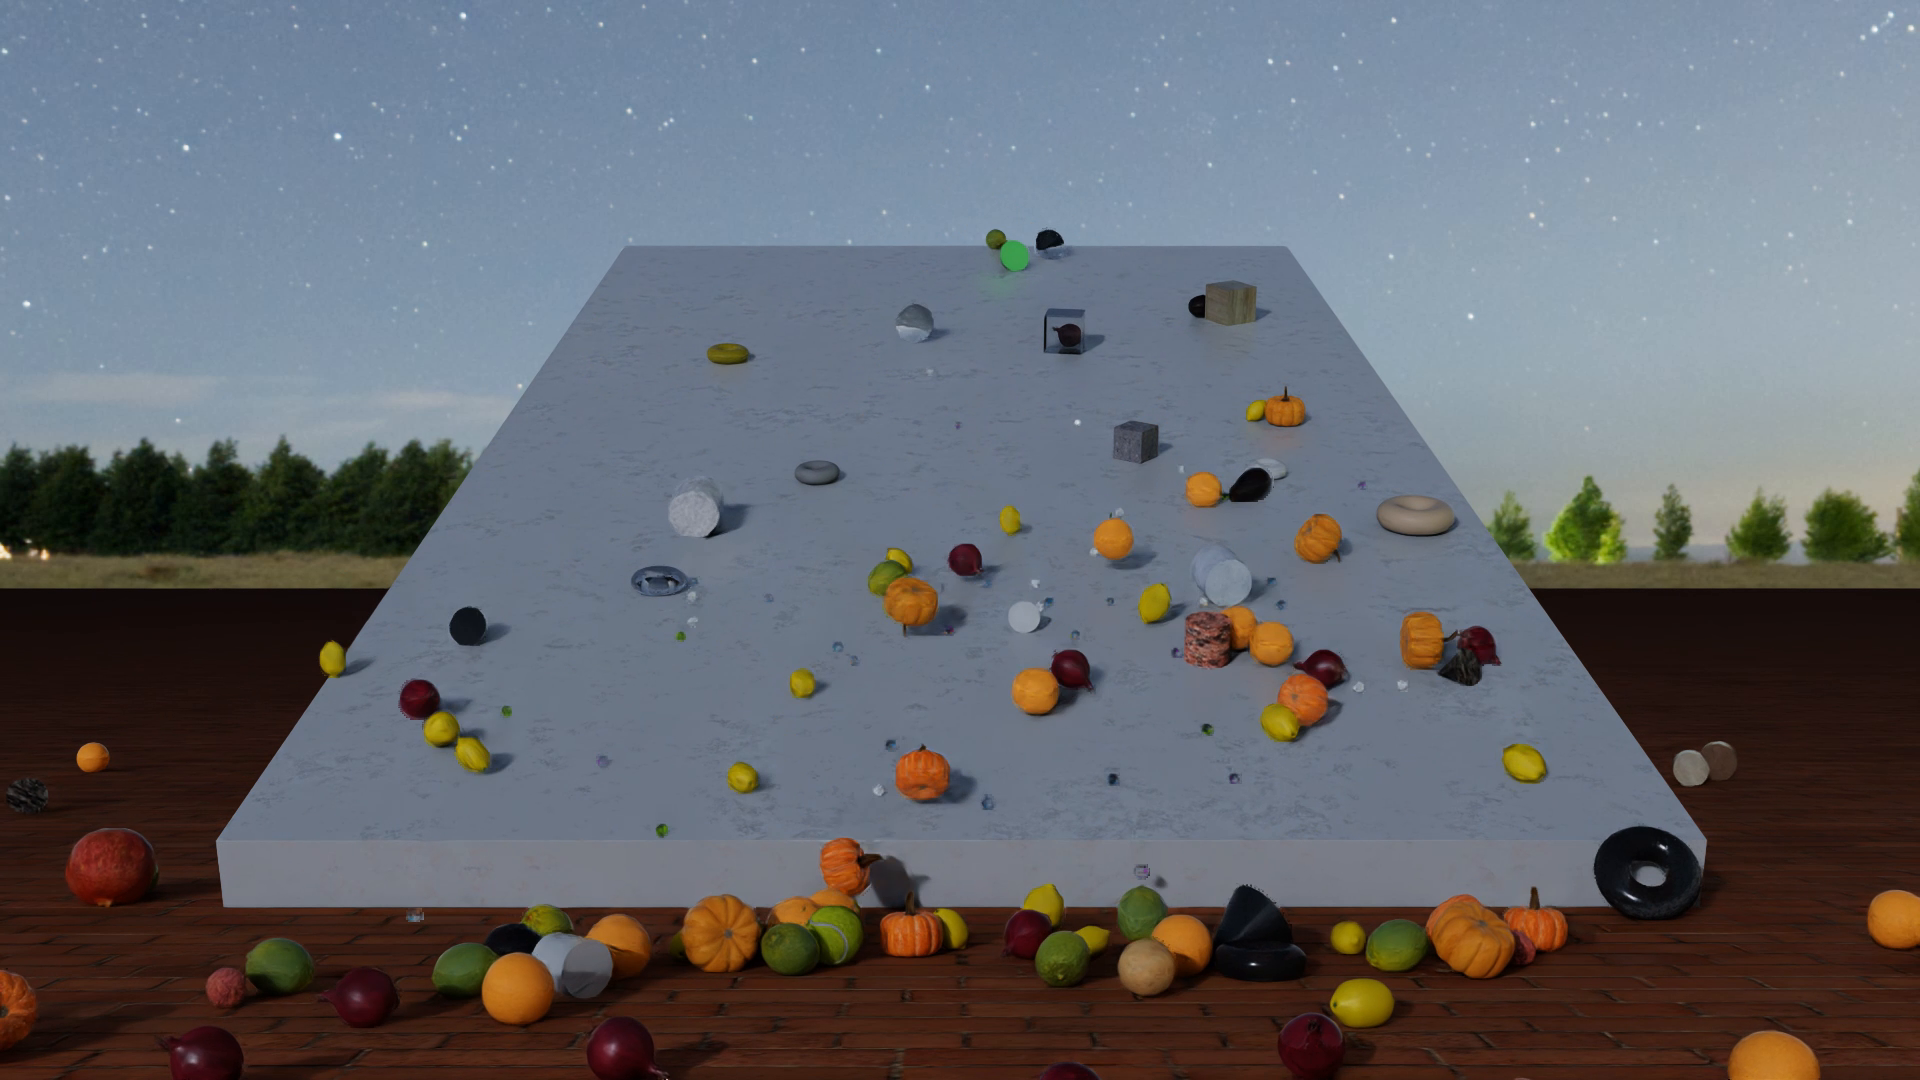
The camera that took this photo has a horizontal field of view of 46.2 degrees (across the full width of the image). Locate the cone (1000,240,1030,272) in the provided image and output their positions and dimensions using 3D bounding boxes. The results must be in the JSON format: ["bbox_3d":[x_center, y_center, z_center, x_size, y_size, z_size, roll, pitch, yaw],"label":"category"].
[{"bbox_3d":[0.139,-0.808,6.499,0.092,0.092,0.092,0,-10,-24],"label":"cone"}]

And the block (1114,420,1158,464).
[{"bbox_3d":[0.367,-0.205,4.693,0.067,0.067,0.067,13,23,34],"label":"block"}]

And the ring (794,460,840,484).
[{"bbox_3d":[-0.289,-0.136,4.549,0.092,0.031,0.092,-1,20,0],"label":"ring"}]

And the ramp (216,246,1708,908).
[{"bbox_3d":[-0.004,-0.196,4.925,2.000,0.100,4.000,0,19,0],"label":"ramp"}]

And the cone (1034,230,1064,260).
[{"bbox_3d":[0.252,-0.862,6.661,0.090,0.090,0.090,0,-8,-14],"label":"cone"}]

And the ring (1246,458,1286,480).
[{"bbox_3d":[0.623,-0.144,4.579,0.085,0.028,0.085,1,20,0],"label":"ring"}]

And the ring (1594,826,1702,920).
[{"bbox_3d":[0.908,0.441,2.972,0.139,0.139,0.046,0,-39,3],"label":"ring"}]

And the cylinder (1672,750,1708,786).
[{"bbox_3d":[1.586,0.495,4.884,0.074,0.074,0.074,0,2,16],"label":"cylinder"}]

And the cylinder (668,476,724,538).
[{"bbox_3d":[-0.496,-0.063,4.235,0.094,0.094,0.094,0,19,-1],"label":"cylinder"}]

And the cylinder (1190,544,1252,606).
[{"bbox_3d":[0.452,0.061,3.890,0.085,0.085,0.085,0,18,-12],"label":"cylinder"}]

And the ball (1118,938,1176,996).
[{"bbox_3d":[0.199,0.455,2.394,0.061,0.061,0.061,0,-1,0],"label":"ball"}]

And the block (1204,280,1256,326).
[{"bbox_3d":[0.706,-0.618,5.865,0.093,0.093,0.093,-12,22,-31],"label":"block"}]

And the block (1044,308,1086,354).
[{"bbox_3d":[0.259,-0.516,5.568,0.092,0.092,0.092,3,19,8],"label":"block"}]

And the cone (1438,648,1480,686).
[{"bbox_3d":[0.778,0.206,3.554,0.061,0.061,0.061,1,-14,-42],"label":"cone"}]

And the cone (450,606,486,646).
[{"bbox_3d":[-0.798,0.146,3.720,0.065,0.065,0.065,0,-9,16],"label":"cone"}]

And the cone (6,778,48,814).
[{"bbox_3d":[-1.791,0.505,4.313,0.075,0.075,0.075,1,-28,-26],"label":"cone"}]

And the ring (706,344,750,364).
[{"bbox_3d":[-0.564,-0.453,5.468,0.103,0.034,0.103,1,19,0],"label":"ring"}]

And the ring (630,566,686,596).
[{"bbox_3d":[-0.528,0.071,3.938,0.097,0.032,0.097,0,18,0],"label":"ring"}]

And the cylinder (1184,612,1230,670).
[{"bbox_3d":[0.398,0.161,3.617,0.071,0.071,0.071,0,19,0],"label":"cylinder"}]

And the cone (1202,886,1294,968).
[{"bbox_3d":[0.314,0.467,2.596,0.098,0.098,0.098,-30,14,-29],"label":"cone"}]

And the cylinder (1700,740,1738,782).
[{"bbox_3d":[1.692,0.493,5.022,0.083,0.083,0.083,0,0,20],"label":"cylinder"}]

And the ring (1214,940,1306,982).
[{"bbox_3d":[0.336,0.471,2.520,0.105,0.035,0.105,1,-1,0],"label":"ring"}]

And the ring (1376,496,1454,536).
[{"bbox_3d":[0.864,-0.047,4.266,0.146,0.049,0.146,0,18,0],"label":"ring"}]
